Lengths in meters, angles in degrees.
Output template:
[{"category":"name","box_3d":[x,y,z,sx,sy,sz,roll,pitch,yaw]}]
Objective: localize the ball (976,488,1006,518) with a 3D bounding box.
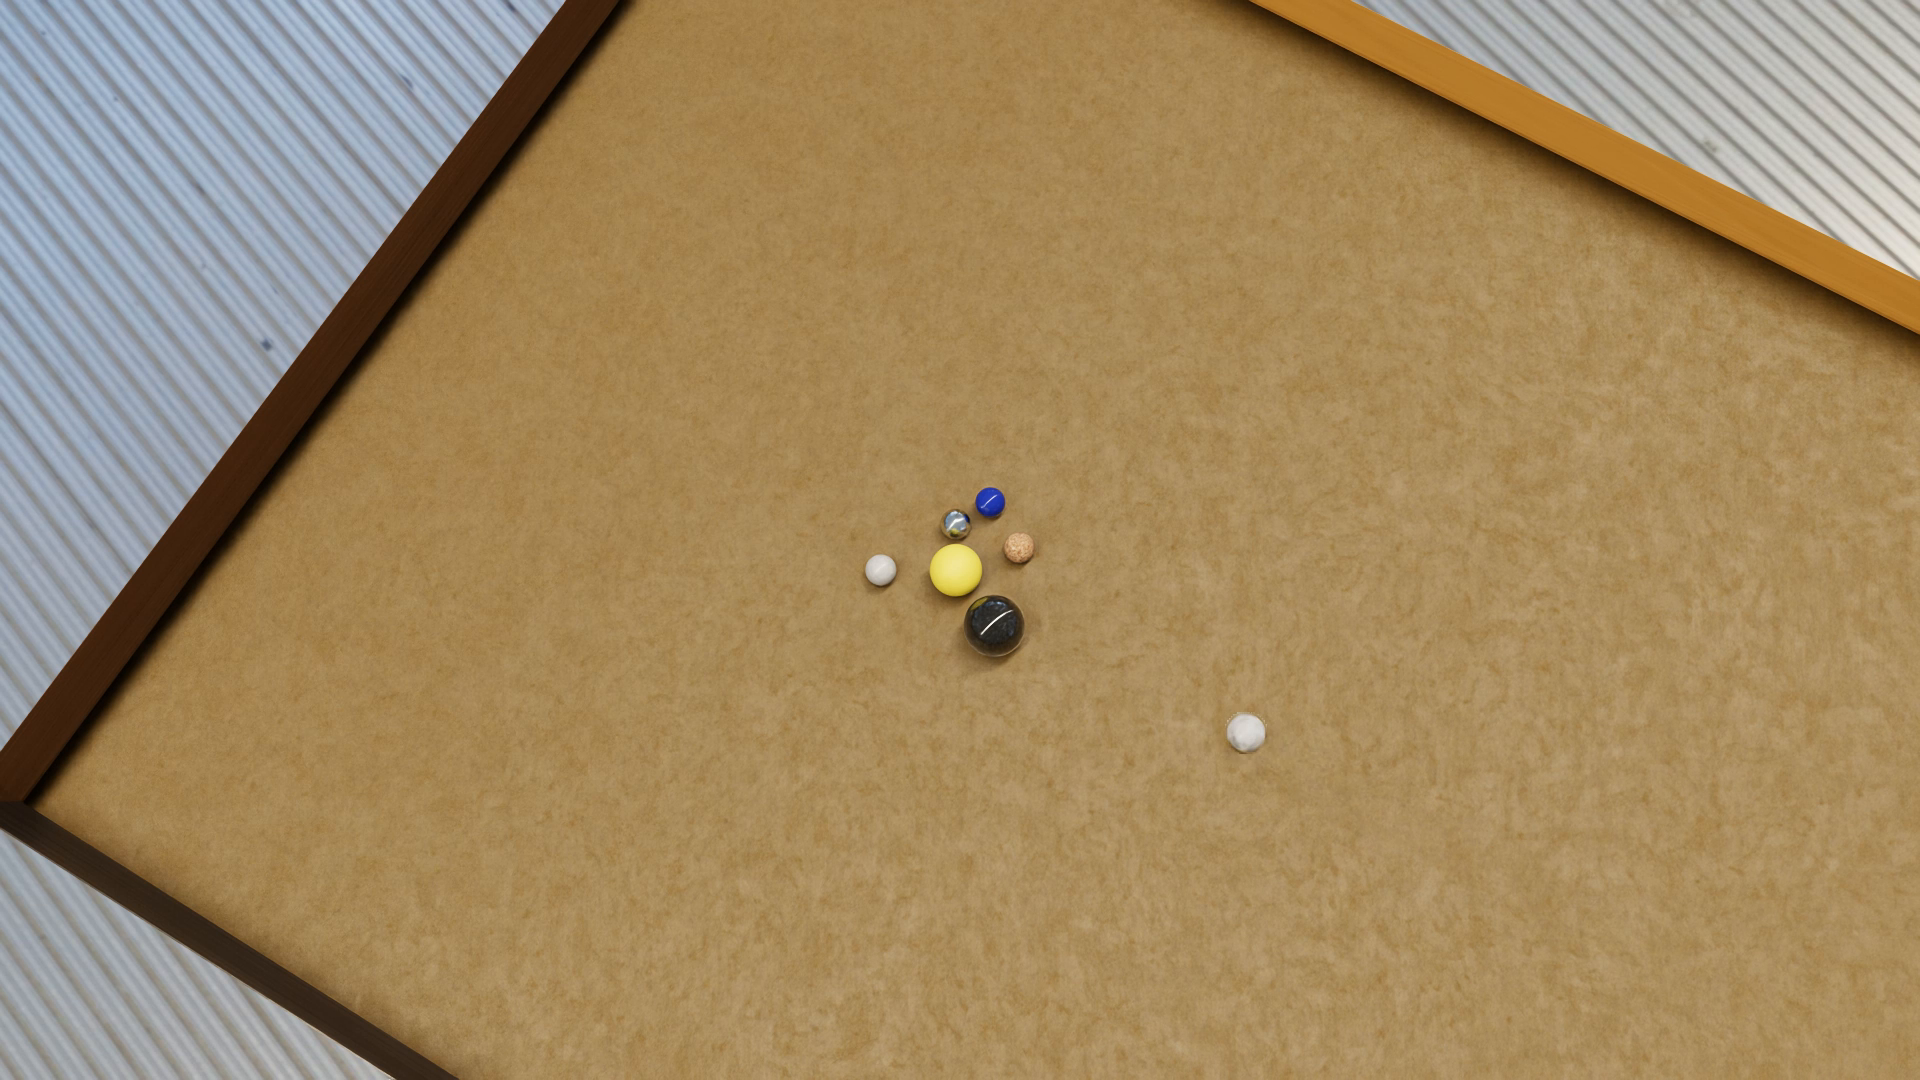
[{"category":"ball","box_3d":[0.048,-0.059,3.456,0.048,0.048,0.048,0,71,0]}]

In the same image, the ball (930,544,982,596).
[{"category":"ball","box_3d":[-0.006,0.047,3.402,0.082,0.082,0.082,0,71,0]}]

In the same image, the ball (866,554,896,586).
[{"category":"ball","box_3d":[-0.123,0.047,3.419,0.049,0.049,0.049,0,71,0]}]

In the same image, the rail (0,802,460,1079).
[{"category":"rail","box_3d":[0.328,1.372,2.917,4.111,0.124,0.045,29,73,10]}]

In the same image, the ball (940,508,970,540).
[{"category":"ball","box_3d":[-0.007,-0.025,3.444,0.049,0.049,0.049,0,71,0]}]

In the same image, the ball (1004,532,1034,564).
[{"category":"ball","box_3d":[0.092,0.012,3.432,0.048,0.048,0.048,0,71,0]}]

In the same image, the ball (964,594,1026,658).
[{"category":"ball","box_3d":[0.052,0.131,3.365,0.096,0.096,0.096,0,71,0]}]

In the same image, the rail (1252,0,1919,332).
[{"category":"rail","box_3d":[1.441,-0.405,3.536,4.111,0.124,0.045,29,73,10]}]

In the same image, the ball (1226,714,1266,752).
[{"category":"ball","box_3d":[0.433,0.292,3.329,0.058,0.058,0.058,0,71,0]}]

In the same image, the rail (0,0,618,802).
[{"category":"rail","box_3d":[-0.864,-0.493,3.566,0.045,0.124,2.234,29,73,10]}]
